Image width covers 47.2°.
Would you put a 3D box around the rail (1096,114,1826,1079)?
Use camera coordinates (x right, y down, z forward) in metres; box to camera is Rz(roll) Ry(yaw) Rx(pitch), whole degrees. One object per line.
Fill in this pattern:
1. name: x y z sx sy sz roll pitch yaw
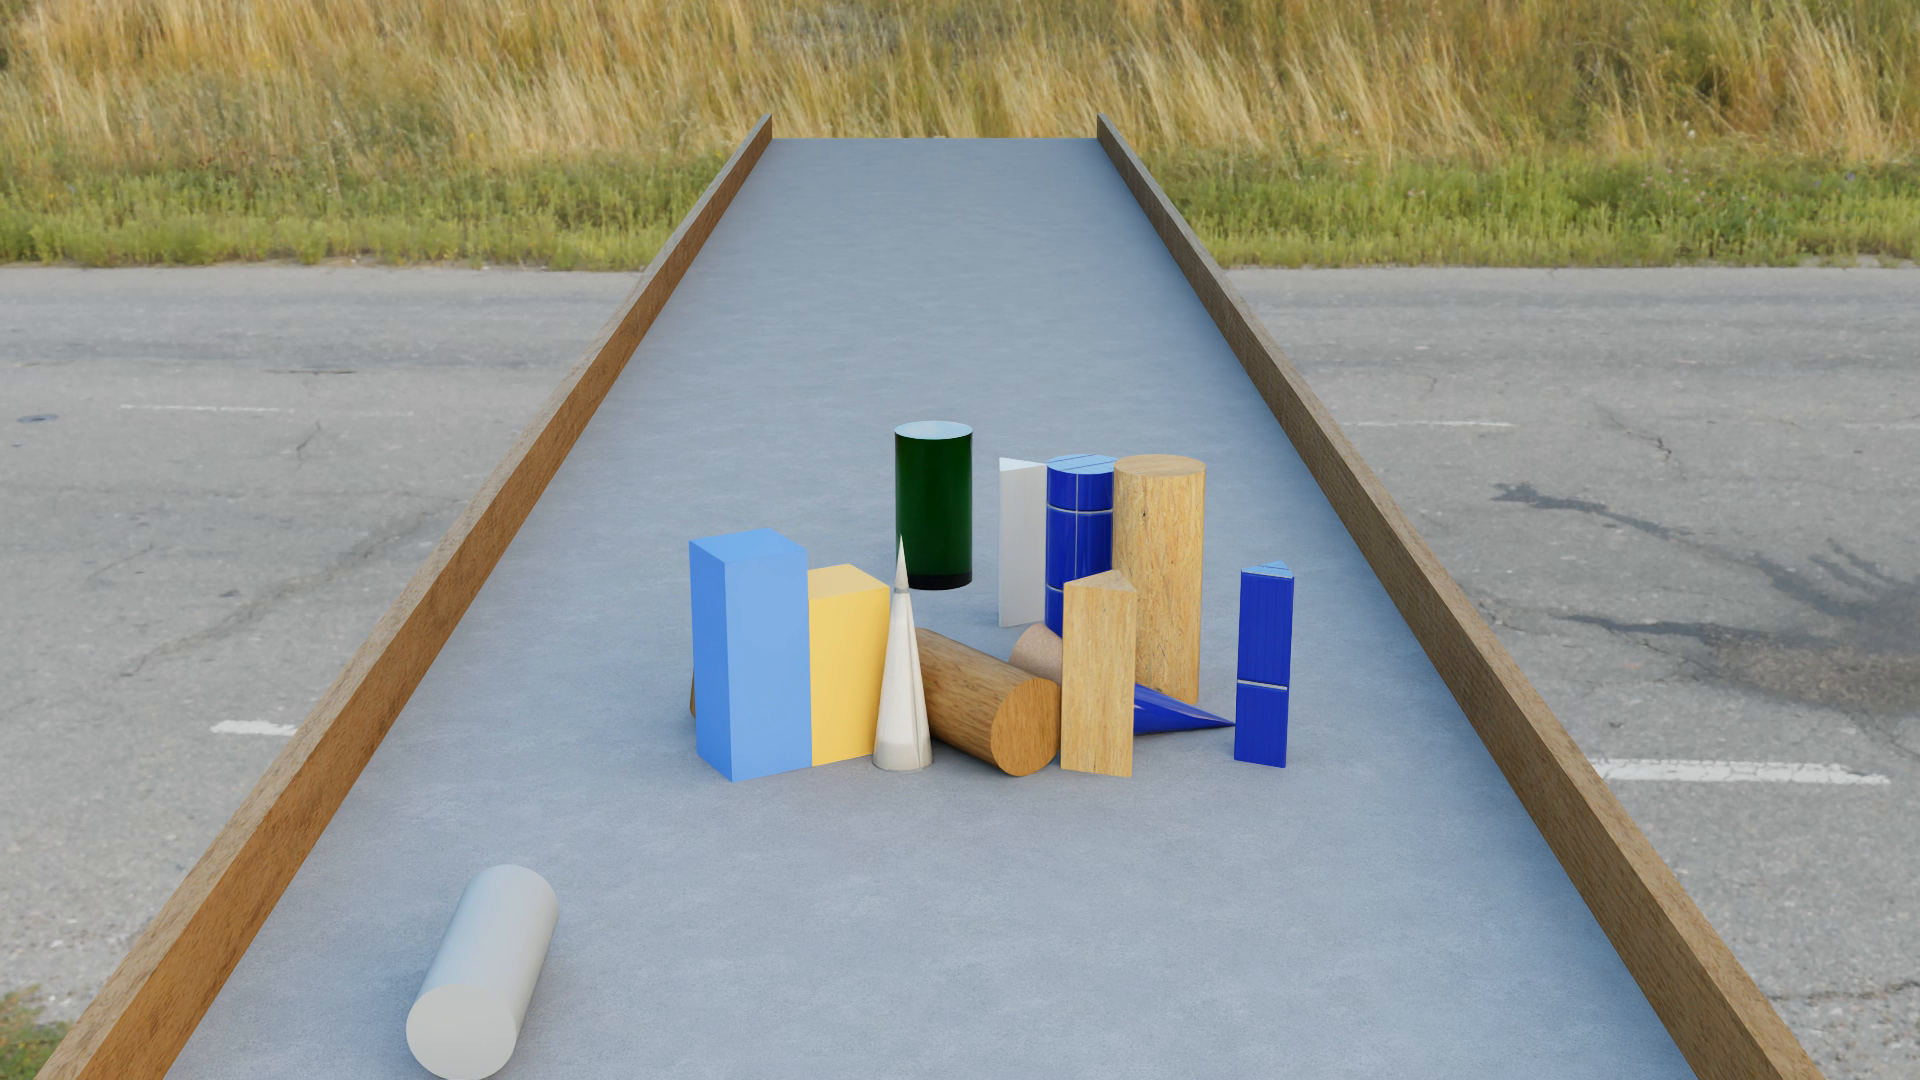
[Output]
1. rail: 0.932 -0.844 7.801 0.050 0.150 12.000 0 17 -1

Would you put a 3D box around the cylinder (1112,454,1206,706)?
1. cylinder: 0.371 0.081 4.152 0.171 0.458 0.171 0 17 0

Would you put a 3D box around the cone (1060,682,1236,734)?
1. cone: 0.361 0.317 4.033 0.333 0.150 0.150 9 14 -14

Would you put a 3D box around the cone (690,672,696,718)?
1. cone: -0.449 0.158 3.982 0.107 0.397 0.107 1 41 -1

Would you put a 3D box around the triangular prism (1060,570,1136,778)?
1. triangular prism: 0.255 0.230 3.857 0.129 0.340 0.112 6 17 18

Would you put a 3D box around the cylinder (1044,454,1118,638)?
1. cylinder: 0.245 0.046 4.357 0.154 0.407 0.154 0 17 0

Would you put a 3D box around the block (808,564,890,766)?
1. block: -0.231 0.221 3.941 0.158 0.308 0.158 -9 19 -28

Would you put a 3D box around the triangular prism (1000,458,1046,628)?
1. triangular prism: 0.108 0.002 4.625 0.109 0.340 0.094 -9 19 -28

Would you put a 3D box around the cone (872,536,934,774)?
1. cone: -0.101 0.191 3.844 0.109 0.422 0.109 0 17 0

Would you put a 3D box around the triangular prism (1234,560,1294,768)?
1. triangular prism: 0.547 0.216 3.880 0.094 0.353 0.081 8 18 24

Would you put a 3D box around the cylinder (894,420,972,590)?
1. cylinder: -0.058 -0.077 4.885 0.172 0.344 0.172 0 17 0

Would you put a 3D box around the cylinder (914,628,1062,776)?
1. cylinder: 0.014 0.287 3.953 0.177 0.177 0.347 -13 21 -36

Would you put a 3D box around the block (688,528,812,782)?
1. block: -0.366 0.200 3.853 0.154 0.400 0.154 -9 19 -28

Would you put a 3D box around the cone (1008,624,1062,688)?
1. cone: 0.260 0.283 4.157 0.327 0.137 0.137 25 27 30

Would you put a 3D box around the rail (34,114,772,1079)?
1. rail: -1.118 -0.838 7.780 0.050 0.150 12.000 0 17 -1

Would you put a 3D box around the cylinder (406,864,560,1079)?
1. cylinder: -0.648 0.585 3.010 0.142 0.142 0.357 0 17 -1
